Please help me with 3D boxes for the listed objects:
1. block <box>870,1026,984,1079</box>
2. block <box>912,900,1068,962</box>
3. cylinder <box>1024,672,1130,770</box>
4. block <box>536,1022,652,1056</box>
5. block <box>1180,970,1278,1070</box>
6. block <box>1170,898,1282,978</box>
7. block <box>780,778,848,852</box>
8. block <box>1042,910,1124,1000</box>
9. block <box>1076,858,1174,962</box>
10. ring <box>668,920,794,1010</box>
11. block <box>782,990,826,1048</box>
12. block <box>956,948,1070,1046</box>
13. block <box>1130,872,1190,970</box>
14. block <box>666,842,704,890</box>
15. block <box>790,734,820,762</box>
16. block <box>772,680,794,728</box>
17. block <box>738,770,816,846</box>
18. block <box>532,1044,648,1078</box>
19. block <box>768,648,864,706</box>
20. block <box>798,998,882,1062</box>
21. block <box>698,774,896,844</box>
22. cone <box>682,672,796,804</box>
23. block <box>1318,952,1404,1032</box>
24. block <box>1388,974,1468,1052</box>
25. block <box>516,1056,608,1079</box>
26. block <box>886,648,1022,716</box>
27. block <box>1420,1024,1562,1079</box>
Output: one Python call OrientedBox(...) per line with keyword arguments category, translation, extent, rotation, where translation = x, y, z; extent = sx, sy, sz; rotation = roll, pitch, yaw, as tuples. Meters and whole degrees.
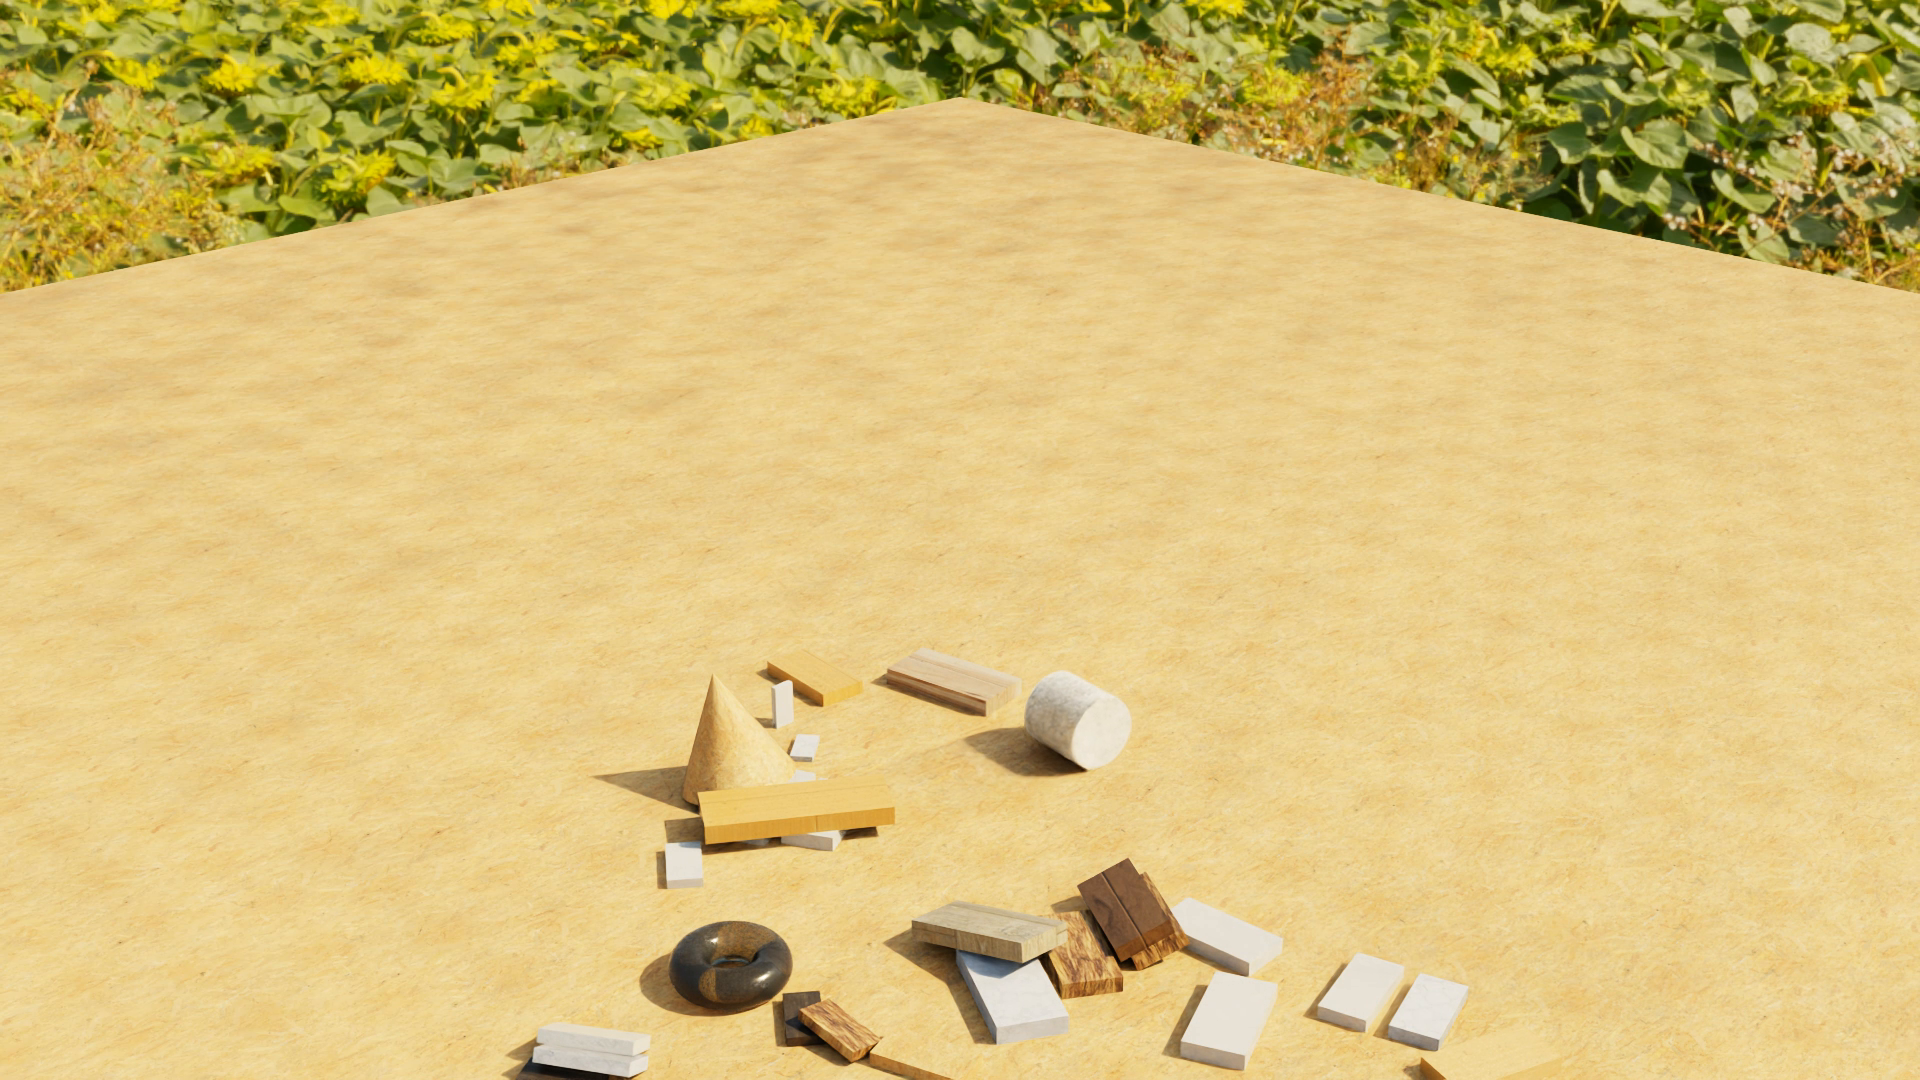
OrientedBox(category="block", translation=(-0.056, 0.869, 3.682), extent=(0.170, 0.024, 0.085), rotation=(12, 26, 25))
OrientedBox(category="block", translation=(0.052, 0.704, 3.963), extent=(0.257, 0.036, 0.129), rotation=(3, 11, 40))
OrientedBox(category="cylinder", translation=(0.248, 0.381, 4.658), extent=(0.160, 0.160, 0.160), rotation=(-16, 28, -34))
OrientedBox(category="block", translation=(-0.616, 0.840, 3.703), extent=(0.170, 0.024, 0.085), rotation=(5, -4, 12))
OrientedBox(category="block", translation=(0.464, 0.824, 3.779), extent=(0.111, 0.031, 0.222), rotation=(9, 25, 20))
OrientedBox(category="block", translation=(0.471, 0.724, 4.017), extent=(0.211, 0.030, 0.105), rotation=(19, 30, 38))
OrientedBox(category="block", translation=(-0.269, 0.551, 4.423), extent=(0.109, 0.031, 0.219), rotation=(7, 24, 16))
OrientedBox(category="block", translation=(0.210, 0.745, 3.964), extent=(0.111, 0.031, 0.222), rotation=(-5, 23, -11))
OrientedBox(category="block", translation=(0.302, 0.675, 4.028), extent=(0.111, 0.031, 0.222), rotation=(-28, 27, -4))
OrientedBox(category="ring", translation=(-0.406, 0.752, 3.895), extent=(0.221, 0.074, 0.221), rotation=(1, 24, 0))
OrientedBox(category="block", translation=(-0.270, 0.825, 3.792), extent=(0.066, 0.019, 0.132), rotation=(-3, 23, -7))
OrientedBox(category="block", translation=(0.090, 0.787, 3.860), extent=(0.129, 0.036, 0.257), rotation=(-6, 24, -14))
OrientedBox(category="block", translation=(0.334, 0.697, 4.029), extent=(0.105, 0.030, 0.211), rotation=(-28, 27, -3))
OrientedBox(category="block", translation=(-0.534, 0.629, 4.254), extent=(0.069, 0.020, 0.138), rotation=(-3, 23, -8))
OrientedBox(category="block", translation=(-0.331, 0.445, 4.695), extent=(0.049, 0.014, 0.097), rotation=(2, 23, 5))
OrientedBox(category="block", translation=(-0.387, 0.358, 4.792), extent=(0.014, 0.097, 0.049), rotation=(21, 31, 41))
OrientedBox(category="block", translation=(-0.394, 0.536, 4.458), extent=(0.109, 0.031, 0.256), rotation=(8, 24, 18))
OrientedBox(category="block", translation=(-0.613, 0.862, 3.652), extent=(0.170, 0.024, 0.085), rotation=(5, -4, 13))
OrientedBox(category="block", translation=(-0.330, 0.311, 4.989), extent=(0.109, 0.031, 0.219), rotation=(-18, 29, -36))
OrientedBox(category="block", translation=(-0.204, 0.832, 3.739), extent=(0.138, 0.020, 0.069), rotation=(29, 27, 37))
OrientedBox(category="block", translation=(-0.326, 0.534, 4.374), extent=(0.375, 0.039, 0.138), rotation=(-5, 23, -11))
OrientedBox(category="cone", translation=(-0.479, 0.380, 4.499), extent=(0.242, 0.242, 0.242), rotation=(-10, 19, 3))
OrientedBox(category="block", translation=(0.704, 0.793, 3.860), extent=(0.088, 0.025, 0.190), rotation=(13, 26, 28))
OrientedBox(category="block", translation=(0.811, 0.816, 3.806), extent=(0.088, 0.025, 0.176), rotation=(12, 26, 26))
OrientedBox(category="block", translation=(-0.658, 0.892, 3.633), extent=(0.138, 0.020, 0.069), rotation=(5, 24, 13))
OrientedBox(category="block", translation=(-0.013, 0.318, 4.960), extent=(0.275, 0.039, 0.138), rotation=(16, 28, 33))
OrientedBox(category="block", translation=(0.885, 0.873, 3.665), extent=(0.211, 0.030, 0.105), rotation=(-11, 25, -24))
